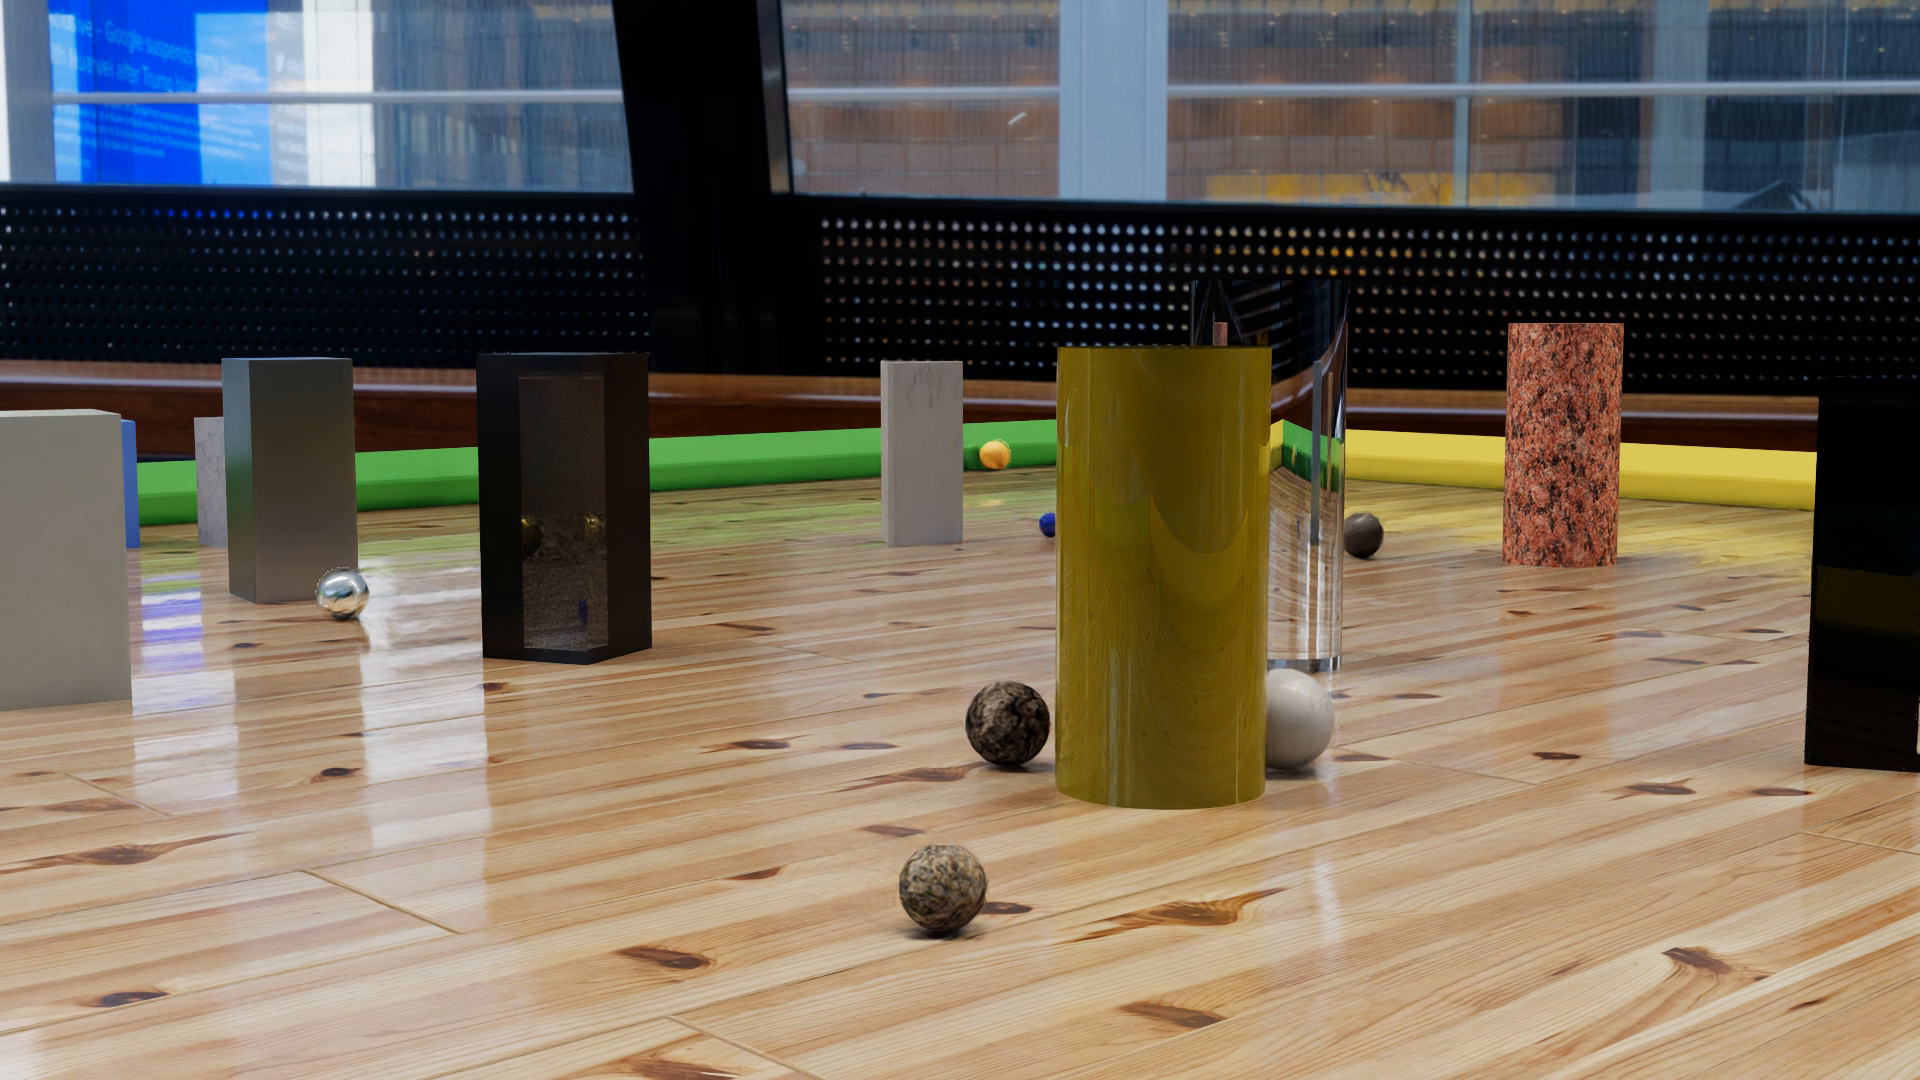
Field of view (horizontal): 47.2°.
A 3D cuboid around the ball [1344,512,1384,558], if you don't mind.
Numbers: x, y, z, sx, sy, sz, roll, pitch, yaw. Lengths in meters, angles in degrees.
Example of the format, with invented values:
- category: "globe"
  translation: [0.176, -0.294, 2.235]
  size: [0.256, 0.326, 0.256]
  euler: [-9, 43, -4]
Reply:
- category: "ball"
  translation: [0.724, -0.009, 3.971]
  size: [0.082, 0.082, 0.082]
  euler: [0, 6, 0]

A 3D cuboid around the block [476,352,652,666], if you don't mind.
- category: "block"
  translation: [-0.511, -0.046, 2.849]
  size: [0.157, 0.389, 0.157]
  euler: [3, 6, 23]

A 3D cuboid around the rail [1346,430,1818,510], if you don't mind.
- category: "rail"
  translation: [1.794, -0.139, 4.978]
  size: [0.045, 0.128, 4.123]
  euler: [-5, 8, -42]

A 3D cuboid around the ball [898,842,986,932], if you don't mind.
- category: "ball"
  translation: [-0.012, 0.249, 1.582]
  size: [0.064, 0.064, 0.064]
  euler: [0, 6, 0]

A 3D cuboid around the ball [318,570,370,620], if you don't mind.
- category: "ball"
  translation: [-0.890, 0.079, 3.178]
  size: [0.071, 0.071, 0.071]
  euler: [0, 6, 0]

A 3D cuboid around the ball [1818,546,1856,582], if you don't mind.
- category: "ball"
  translation: [1.443, 0.039, 3.621]
  size: [0.059, 0.059, 0.059]
  euler: [0, 6, 0]

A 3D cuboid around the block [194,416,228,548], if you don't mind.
- category: "block"
  translation: [-1.343, -0.113, 4.194]
  size: [0.157, 0.241, 0.157]
  euler: [5, 8, 42]

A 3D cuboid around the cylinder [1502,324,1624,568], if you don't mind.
- category: "cylinder"
  translation: [1.067, -0.172, 3.895]
  size: [0.197, 0.421, 0.197]
  euler: [0, 6, 0]

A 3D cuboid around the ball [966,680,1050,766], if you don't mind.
- category: "ball"
  translation: [0.047, 0.180, 2.154]
  size: [0.084, 0.084, 0.084]
  euler: [0, 6, 0]

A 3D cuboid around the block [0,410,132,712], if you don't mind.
- category: "block"
  translation: [-1.059, 0.018, 2.531]
  size: [0.157, 0.327, 0.157]
  euler: [-4, 7, -32]

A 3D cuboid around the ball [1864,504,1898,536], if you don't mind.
- category: "ball"
  translation: [1.815, -0.038, 4.336]
  size: [0.064, 0.064, 0.064]
  euler: [0, 6, 0]

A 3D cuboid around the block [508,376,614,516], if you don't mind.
- category: "block"
  translation: [-0.885, -0.213, 4.883]
  size: [0.157, 0.297, 0.157]
  euler: [4, 7, 33]

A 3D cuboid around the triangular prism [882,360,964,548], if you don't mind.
- category: "triangular prism"
  translation: [-0.106, -0.171, 4.238]
  size: [0.170, 0.347, 0.148]
  euler: [-4, 7, -37]

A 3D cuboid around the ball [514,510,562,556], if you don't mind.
- category: "ball"
  translation: [-0.765, -0.013, 3.991]
  size: [0.086, 0.086, 0.086]
  euler: [0, 6, 0]

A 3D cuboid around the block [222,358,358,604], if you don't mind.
- category: "block"
  translation: [-1.045, -0.098, 3.430]
  size: [0.157, 0.370, 0.157]
  euler: [-4, 7, -33]

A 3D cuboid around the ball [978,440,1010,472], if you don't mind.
- category: "ball"
  translation: [0.094, -0.233, 6.097]
  size: [0.084, 0.084, 0.084]
  euler: [0, 6, 0]

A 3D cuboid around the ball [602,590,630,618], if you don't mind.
- category: "ball"
  translation: [-0.499, 0.093, 3.188]
  size: [0.041, 0.041, 0.041]
  euler: [0, 6, 0]

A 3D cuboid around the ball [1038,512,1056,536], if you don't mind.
- category: "ball"
  translation: [0.179, -0.031, 4.337]
  size: [0.048, 0.048, 0.048]
  euler: [0, 6, 0]

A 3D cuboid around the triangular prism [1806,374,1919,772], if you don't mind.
- category: "triangular prism"
  translation: [0.938, 0.028, 2.182]
  size: [0.170, 0.380, 0.148]
  euler: [2, 6, 21]

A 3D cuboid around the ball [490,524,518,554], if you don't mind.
- category: "ball"
  translation: [-0.831, -0.001, 4.018]
  size: [0.055, 0.055, 0.055]
  euler: [0, 6, 0]

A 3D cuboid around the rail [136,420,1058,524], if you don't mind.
- category: "rail"
  translation: [-1.382, -0.122, 4.822]
  size: [4.929, 0.128, 0.045]
  euler: [-5, 8, -42]

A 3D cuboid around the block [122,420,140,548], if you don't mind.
- category: "block"
  translation: [-1.653, -0.106, 4.144]
  size: [0.157, 0.238, 0.157]
  euler: [-4, 7, -35]

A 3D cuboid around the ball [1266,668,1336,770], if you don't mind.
- category: "ball"
  translation: [0.314, 0.174, 2.134]
  size: [0.098, 0.098, 0.098]
  euler: [0, 6, 0]

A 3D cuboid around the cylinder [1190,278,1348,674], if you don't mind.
- category: "cylinder"
  translation: [0.384, -0.084, 2.762]
  size: [0.197, 0.482, 0.197]
  euler: [0, 6, 0]

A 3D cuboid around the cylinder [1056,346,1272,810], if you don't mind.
- category: "cylinder"
  translation: [0.188, 0.027, 2.043]
  size: [0.197, 0.411, 0.197]
  euler: [0, 6, 0]
